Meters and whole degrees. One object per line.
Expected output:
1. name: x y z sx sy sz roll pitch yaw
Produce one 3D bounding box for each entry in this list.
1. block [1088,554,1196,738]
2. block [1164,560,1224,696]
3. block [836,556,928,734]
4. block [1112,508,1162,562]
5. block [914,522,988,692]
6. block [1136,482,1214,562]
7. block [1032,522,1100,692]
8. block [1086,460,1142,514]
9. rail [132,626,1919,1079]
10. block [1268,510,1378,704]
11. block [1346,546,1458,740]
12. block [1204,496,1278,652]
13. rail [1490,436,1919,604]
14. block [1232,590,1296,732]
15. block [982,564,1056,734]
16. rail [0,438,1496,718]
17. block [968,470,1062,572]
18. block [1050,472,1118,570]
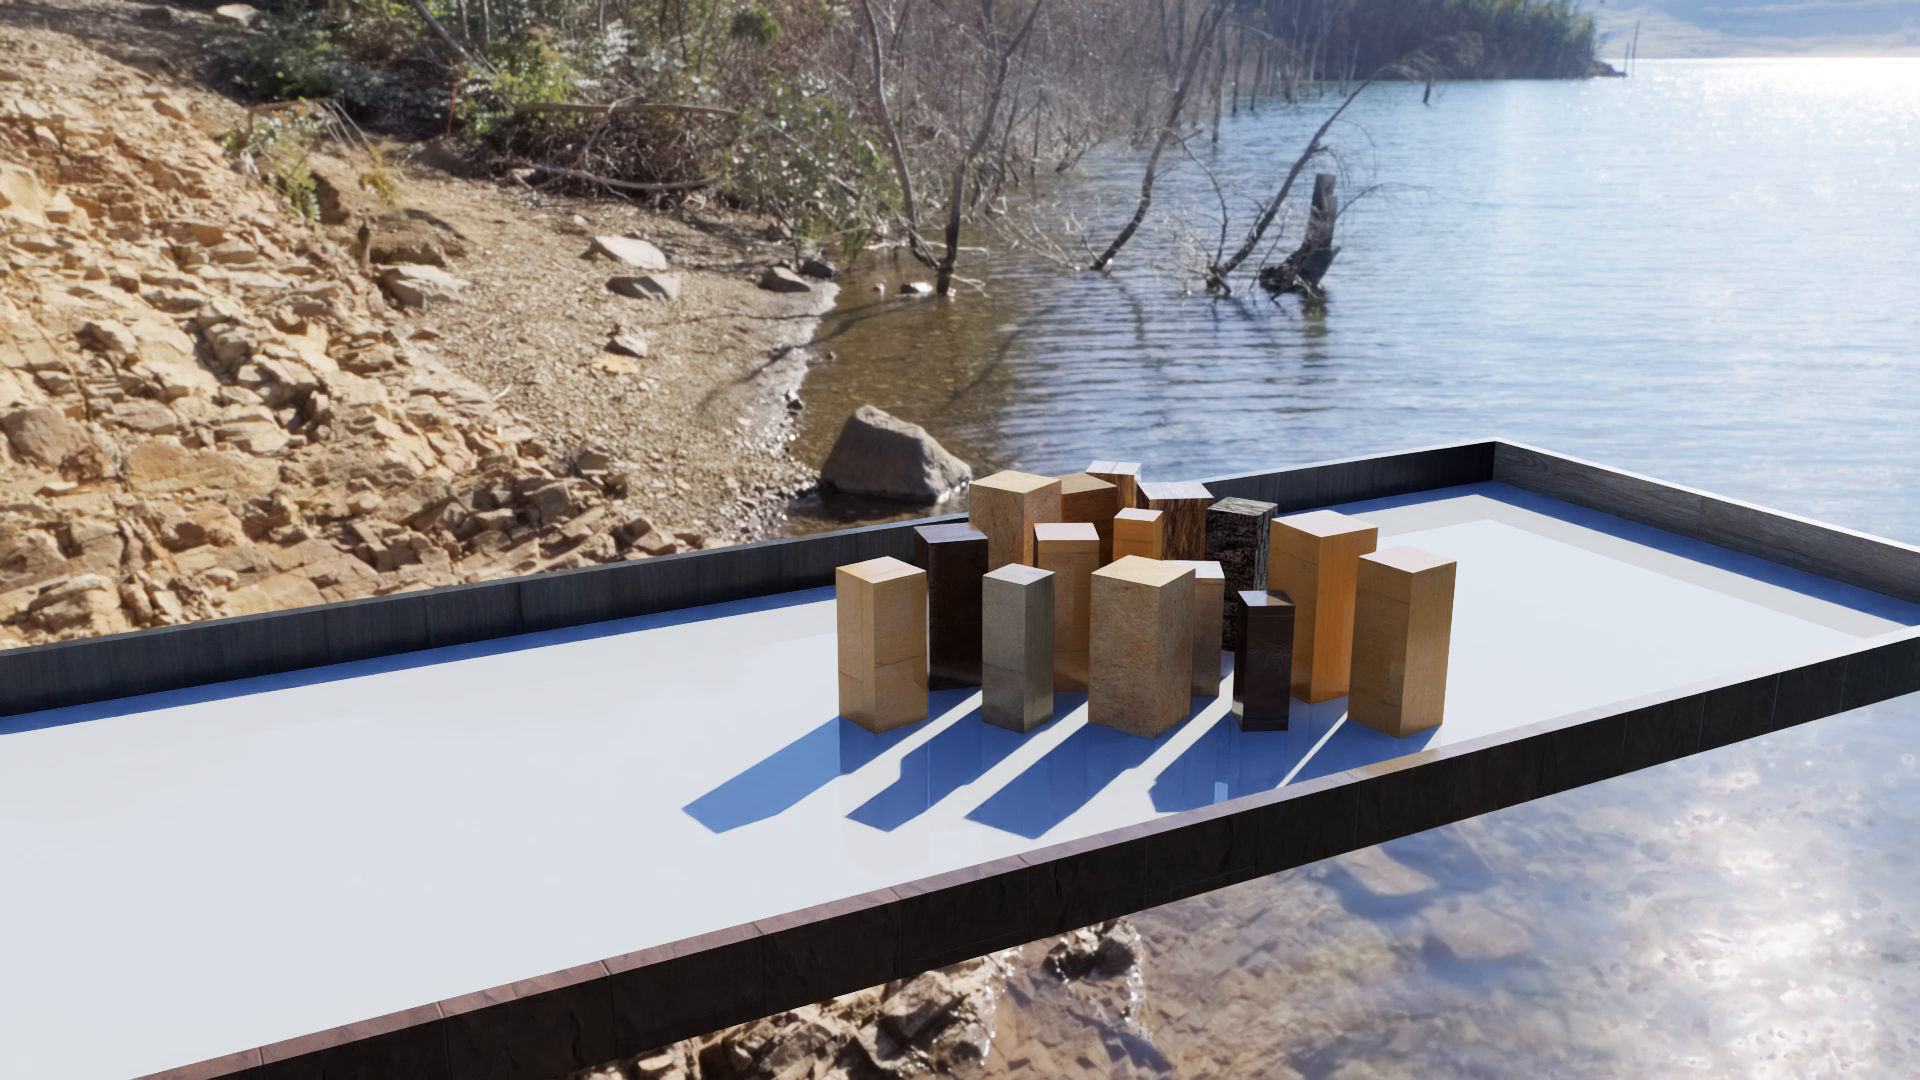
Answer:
1. block: 0.425 0.247 3.863 0.178 0.368 0.178 11 20 33
2. block: 0.571 0.218 4.070 0.137 0.306 0.137 1 16 3
3. block: -0.183 0.244 3.870 0.150 0.368 0.150 -13 21 -36
4. block: 0.464 0.109 4.336 0.104 0.366 0.104 6 17 19
5. block: -0.023 0.165 4.115 0.150 0.382 0.150 -4 17 -15
6. block: 0.593 0.035 4.601 0.177 0.359 0.177 -1 16 -5
7. block: 0.259 0.167 4.090 0.148 0.392 0.148 -1 16 -2
8. block: 0.443 -0.031 4.805 0.140 0.370 0.140 4 17 14
9. rail: -2.336 1.006 1.665 12.000 0.150 0.050 -9 18 -27
10. block: 0.882 0.162 4.055 0.180 0.423 0.180 -9 19 -28
11. block: 1.027 0.235 3.842 0.156 0.402 0.156 -12 20 -34
12. block: 0.738 0.094 4.364 0.141 0.379 0.141 10 19 31
13. rail: 2.466 -0.048 5.253 0.050 0.150 2.100 -9 18 -27
14. block: 0.707 0.282 3.849 0.108 0.308 0.108 -1 16 -4
15. block: 0.136 0.252 3.852 0.120 0.363 0.120 12 20 36
16. rail: -3.305 0.497 3.399 12.000 0.150 0.050 -9 18 -27
17. block: 0.144 0.061 4.358 0.174 0.445 0.174 12 20 35
18. block: 0.313 0.021 4.621 0.177 0.373 0.177 -9 19 -28
